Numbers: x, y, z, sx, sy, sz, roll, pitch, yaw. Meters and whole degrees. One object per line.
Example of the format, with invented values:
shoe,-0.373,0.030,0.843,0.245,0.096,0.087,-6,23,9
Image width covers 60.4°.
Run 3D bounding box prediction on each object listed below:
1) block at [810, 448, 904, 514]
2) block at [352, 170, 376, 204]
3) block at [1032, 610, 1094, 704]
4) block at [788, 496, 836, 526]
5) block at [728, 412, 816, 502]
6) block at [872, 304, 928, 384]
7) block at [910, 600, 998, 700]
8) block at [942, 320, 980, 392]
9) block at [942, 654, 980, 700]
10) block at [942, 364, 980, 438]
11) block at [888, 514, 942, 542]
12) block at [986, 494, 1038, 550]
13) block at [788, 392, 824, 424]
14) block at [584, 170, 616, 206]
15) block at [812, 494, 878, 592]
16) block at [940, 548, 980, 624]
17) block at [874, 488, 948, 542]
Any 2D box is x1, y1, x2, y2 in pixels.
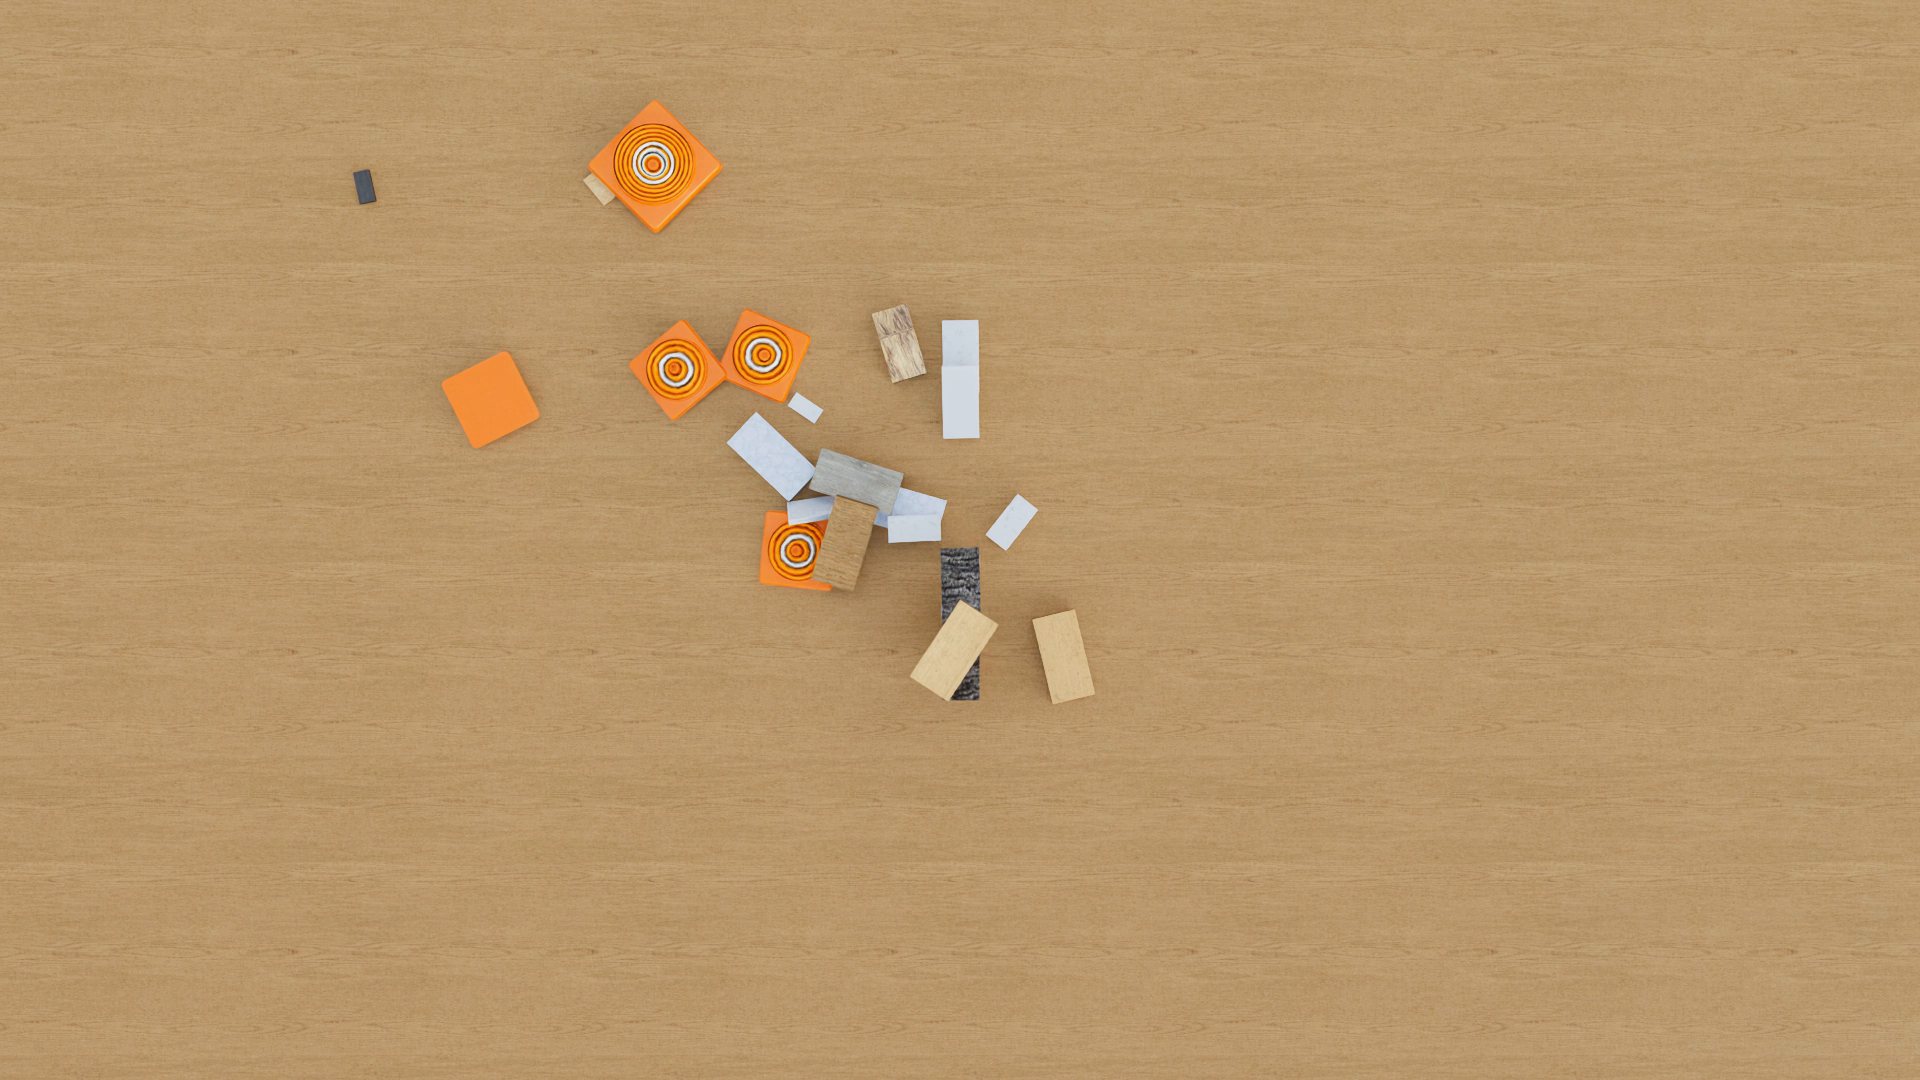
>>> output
block,-0.341,-0.193,5.440,0.283,0.040,0.141,18,90,0
block,-1.982,-1.175,5.492,0.053,0.015,0.106,-13,90,0
block,0.344,0.387,5.480,0.144,0.041,0.289,-14,90,0
block,-0.483,-0.100,5.460,0.173,0.024,0.086,-9,46,-1
block,-0.621,-0.276,5.480,0.283,0.040,0.141,43,90,0
block,-0.201,-0.652,5.483,0.119,0.034,0.238,-17,90,0
block,-0.018,0.347,5.203,0.144,0.041,0.289,33,92,-2
block,0.003,-0.609,5.483,0.119,0.034,0.239,-1,90,0
block,0.003,0.391,5.247,0.118,0.033,0.236,0,90,0
block,0.002,-0.458,5.456,0.119,0.034,0.239,-1,103,0
block,-0.150,-0.038,5.448,0.173,0.024,0.086,-2,90,0
block,0.172,-0.059,5.488,0.086,0.024,0.173,38,90,0
block,-0.514,-0.440,5.492,0.106,0.015,0.053,34,90,0
block,-1.199,-1.172,5.492,0.053,0.015,0.106,-39,90,0
block,-0.378,0.010,5.418,0.144,0.041,0.289,17,100,-4
block,0.002,0.148,5.237,0.123,0.035,0.246,-2,90,0
block,-0.199,-0.101,5.480,0.283,0.040,0.141,16,90,0
